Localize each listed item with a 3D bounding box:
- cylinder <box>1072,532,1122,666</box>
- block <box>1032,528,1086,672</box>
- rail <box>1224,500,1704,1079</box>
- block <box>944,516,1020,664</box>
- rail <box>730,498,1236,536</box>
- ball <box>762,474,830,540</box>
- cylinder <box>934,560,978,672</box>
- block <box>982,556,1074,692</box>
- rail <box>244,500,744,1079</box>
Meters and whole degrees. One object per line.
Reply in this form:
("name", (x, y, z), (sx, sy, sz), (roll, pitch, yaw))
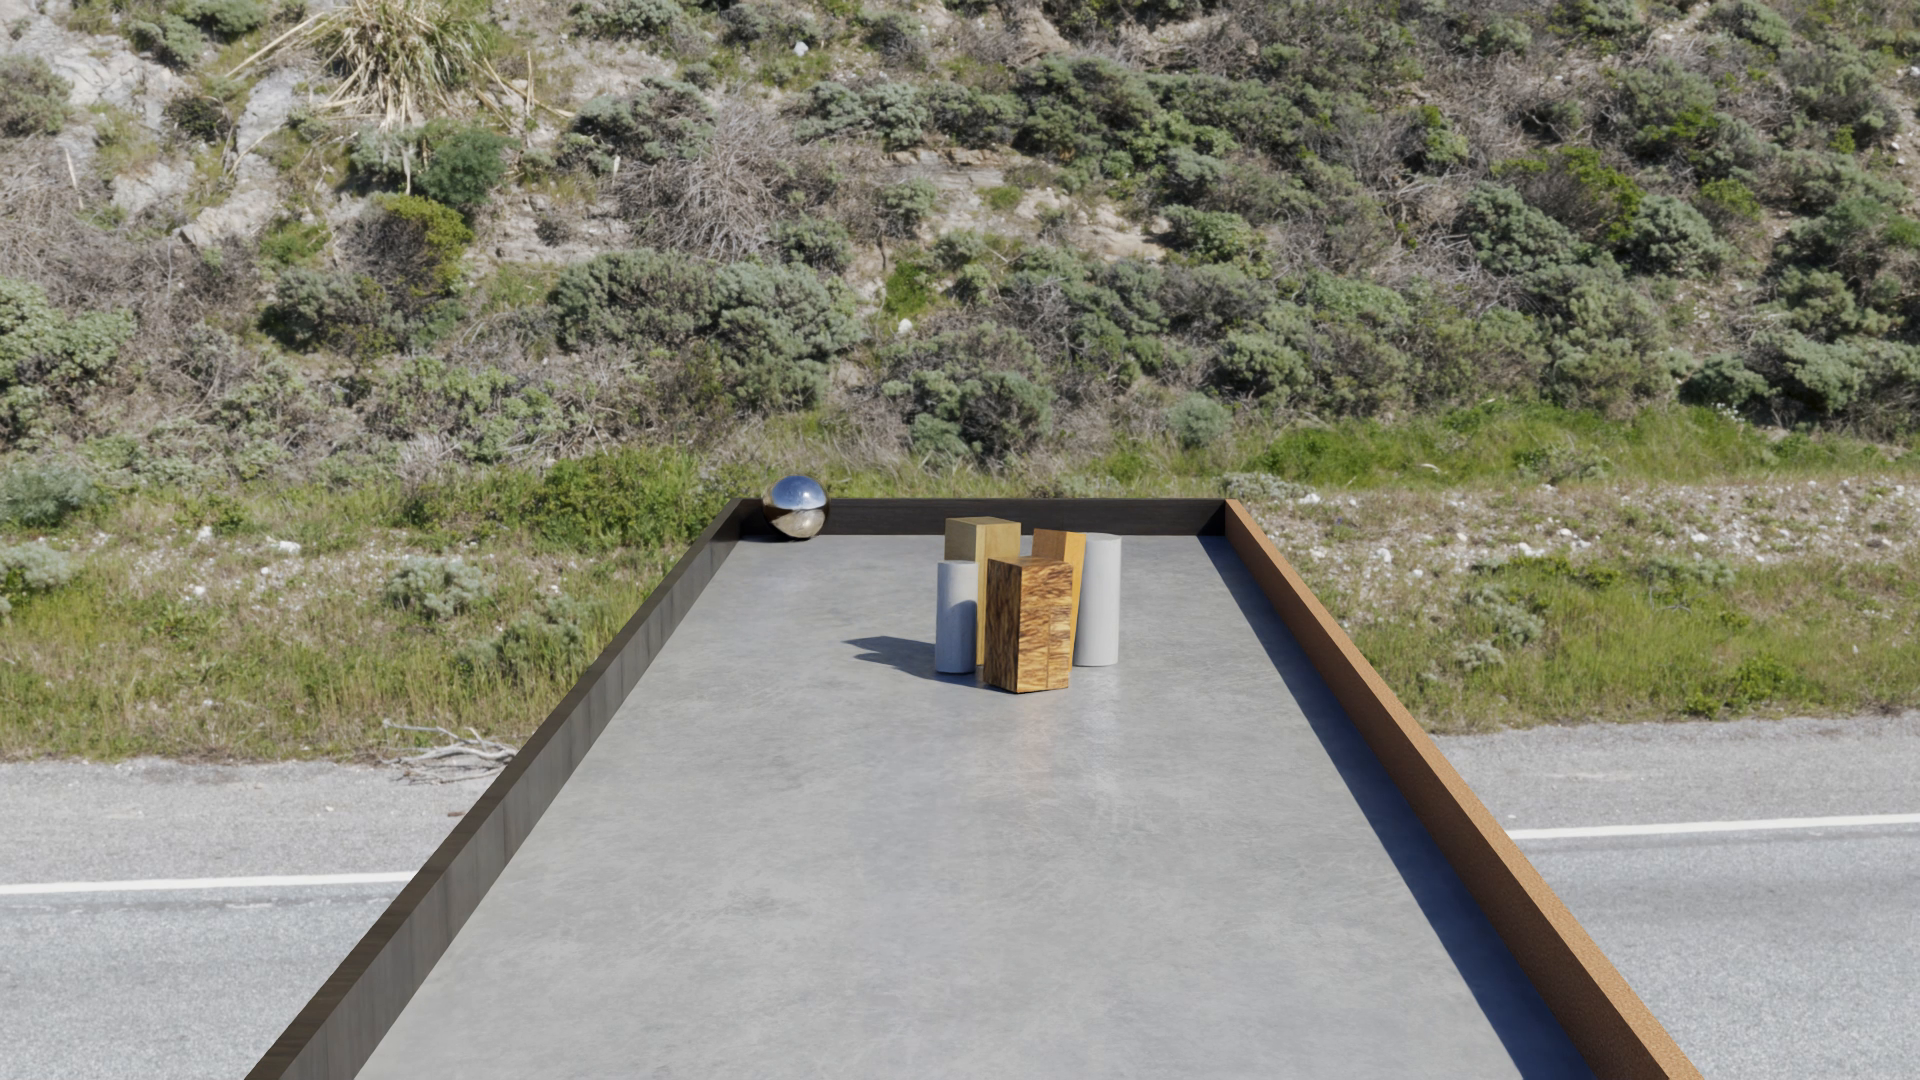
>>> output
("cylinder", (0.394, 0.178, 6.659), (0.180, 0.380, 0.180), (1, 8, 0))
("block", (0.275, 0.178, 6.525), (0.113, 0.411, 0.113), (6, -1, 34))
("rail", (1.046, 0.843, 3.208), (0.050, 0.150, 12.000), (0, 9, 1))
("block", (0.062, 0.152, 6.677), (0.164, 0.424, 0.164), (-3, 9, -35))
("rail", (0.099, -0.098, 9.147), (2.100, 0.150, 0.050), (0, 9, 1))
("ball", (-0.671, -0.135, 8.987), (0.274, 0.274, 0.274), (0, 9, 0))
("cylinder", (-0.009, 0.226, 6.528), (0.123, 0.322, 0.123), (2, 5, 0))
("block", (0.195, 0.239, 6.327), (0.177, 0.361, 0.177), (-3, 9, -32))
("rail", (-1.004, 0.839, 3.234), (0.050, 0.150, 12.000), (0, 9, 1))
